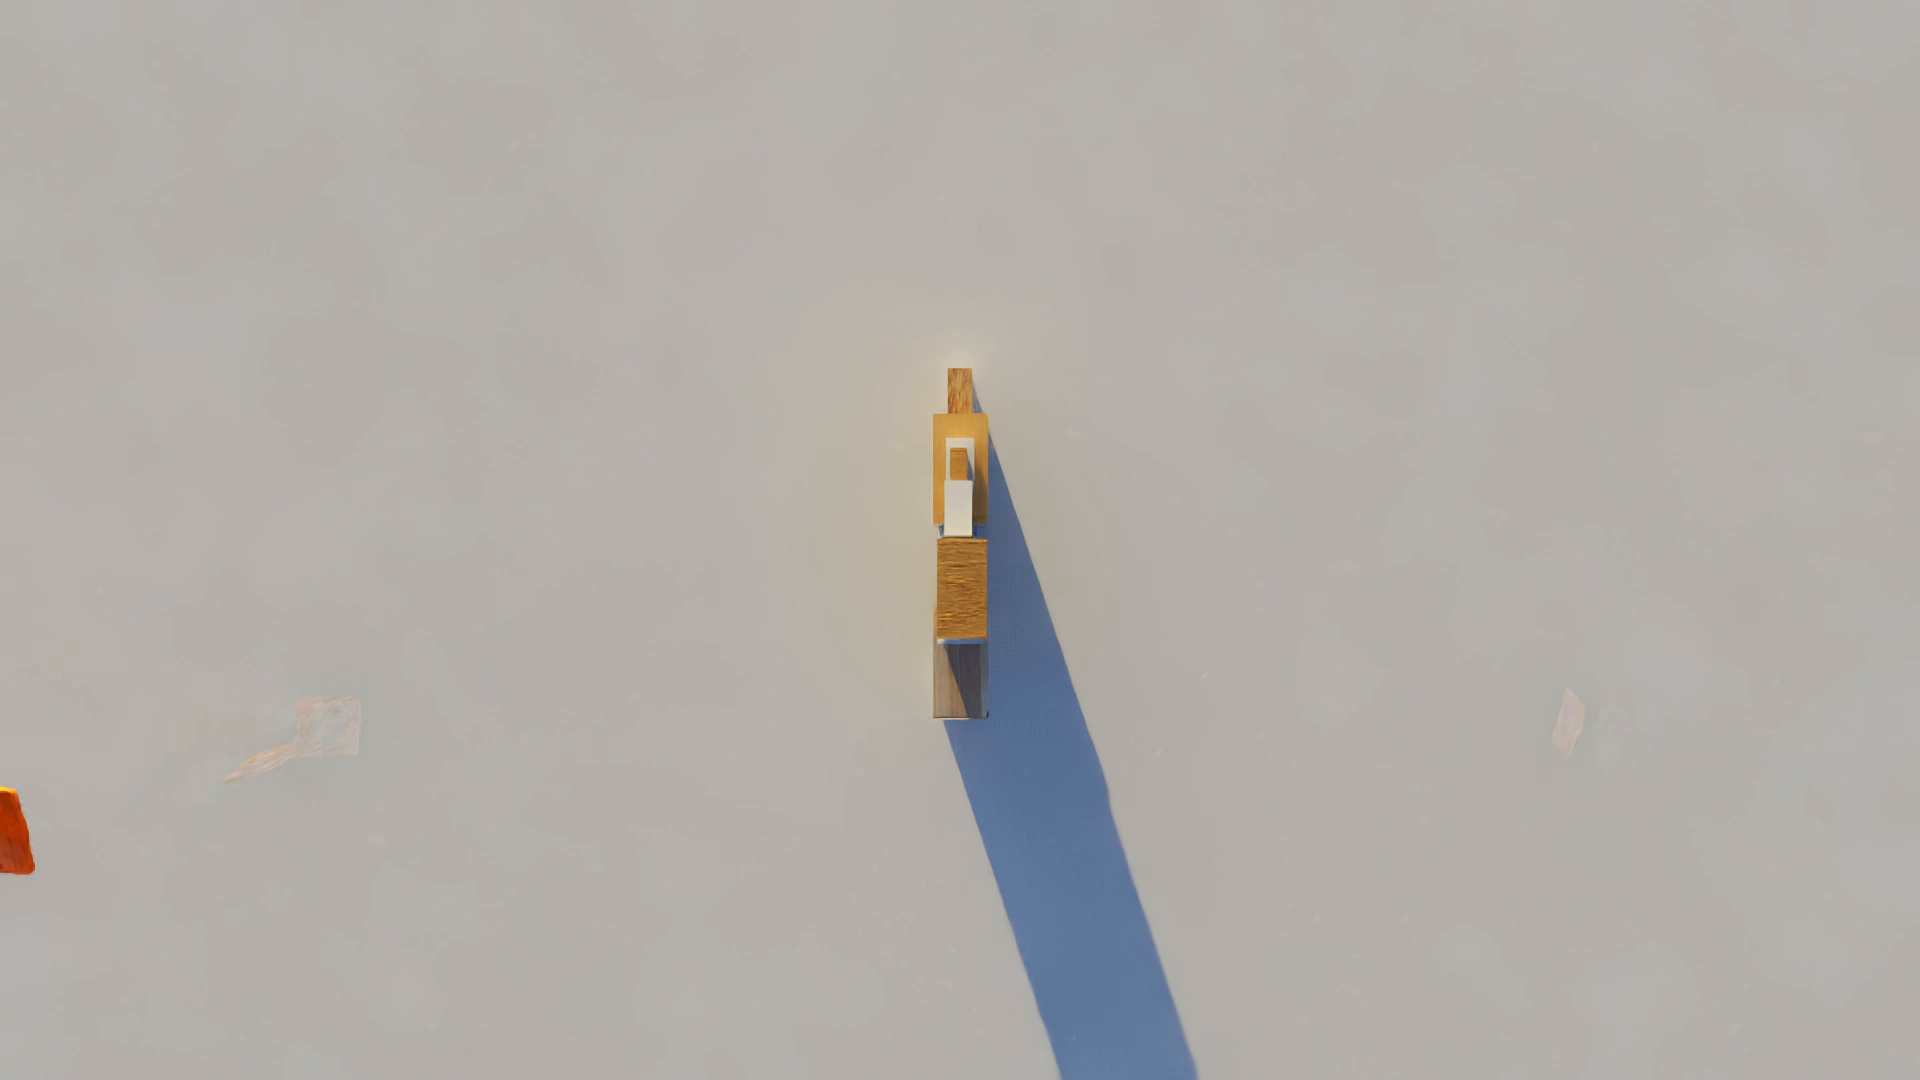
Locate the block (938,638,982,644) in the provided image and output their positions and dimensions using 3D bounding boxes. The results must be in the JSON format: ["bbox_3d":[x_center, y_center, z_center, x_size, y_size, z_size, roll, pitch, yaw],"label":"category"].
[{"bbox_3d":[-0.001,0.174,4.833,0.129,0.036,0.257,0,90,0],"label":"block"}]

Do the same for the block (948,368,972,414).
[{"bbox_3d":[-0.001,-0.476,5.330,0.079,0.022,0.158,0,90,0],"label":"block"}]

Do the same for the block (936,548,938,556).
[{"bbox_3d":[0.005,0.042,4.678,0.136,0.273,0.039,0,90,0],"label":"block"}]

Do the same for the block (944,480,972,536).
[{"bbox_3d":[-0.005,-0.092,4.748,0.078,0.022,0.157,0,90,0],"label":"block"}]

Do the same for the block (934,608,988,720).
[{"bbox_3d":[0.003,0.384,5.133,0.171,0.049,0.343,0,90,0],"label":"block"}]

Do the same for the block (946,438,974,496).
[{"bbox_3d":[0.000,-0.219,4.929,0.085,0.024,0.169,0,90,0],"label":"block"}]

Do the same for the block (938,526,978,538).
[{"bbox_3d":[-0.005,0.081,5.229,0.126,0.036,0.253,0,90,0],"label":"block"}]

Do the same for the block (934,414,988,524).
[{"bbox_3d":[0.002,-0.221,5.135,0.171,0.048,0.341,0,90,0],"label":"block"}]

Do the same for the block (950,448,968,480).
[{"bbox_3d":[-0.004,-0.220,4.810,0.050,0.014,0.100,0,90,0],"label":"block"}]

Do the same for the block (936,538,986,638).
[{"bbox_3d":[0.005,0.133,4.523,0.136,0.039,0.273,0,90,0],"label":"block"}]

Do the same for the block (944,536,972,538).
[{"bbox_3d":[-0.004,-0.044,4.928,0.085,0.024,0.170,0,90,0],"label":"block"}]
